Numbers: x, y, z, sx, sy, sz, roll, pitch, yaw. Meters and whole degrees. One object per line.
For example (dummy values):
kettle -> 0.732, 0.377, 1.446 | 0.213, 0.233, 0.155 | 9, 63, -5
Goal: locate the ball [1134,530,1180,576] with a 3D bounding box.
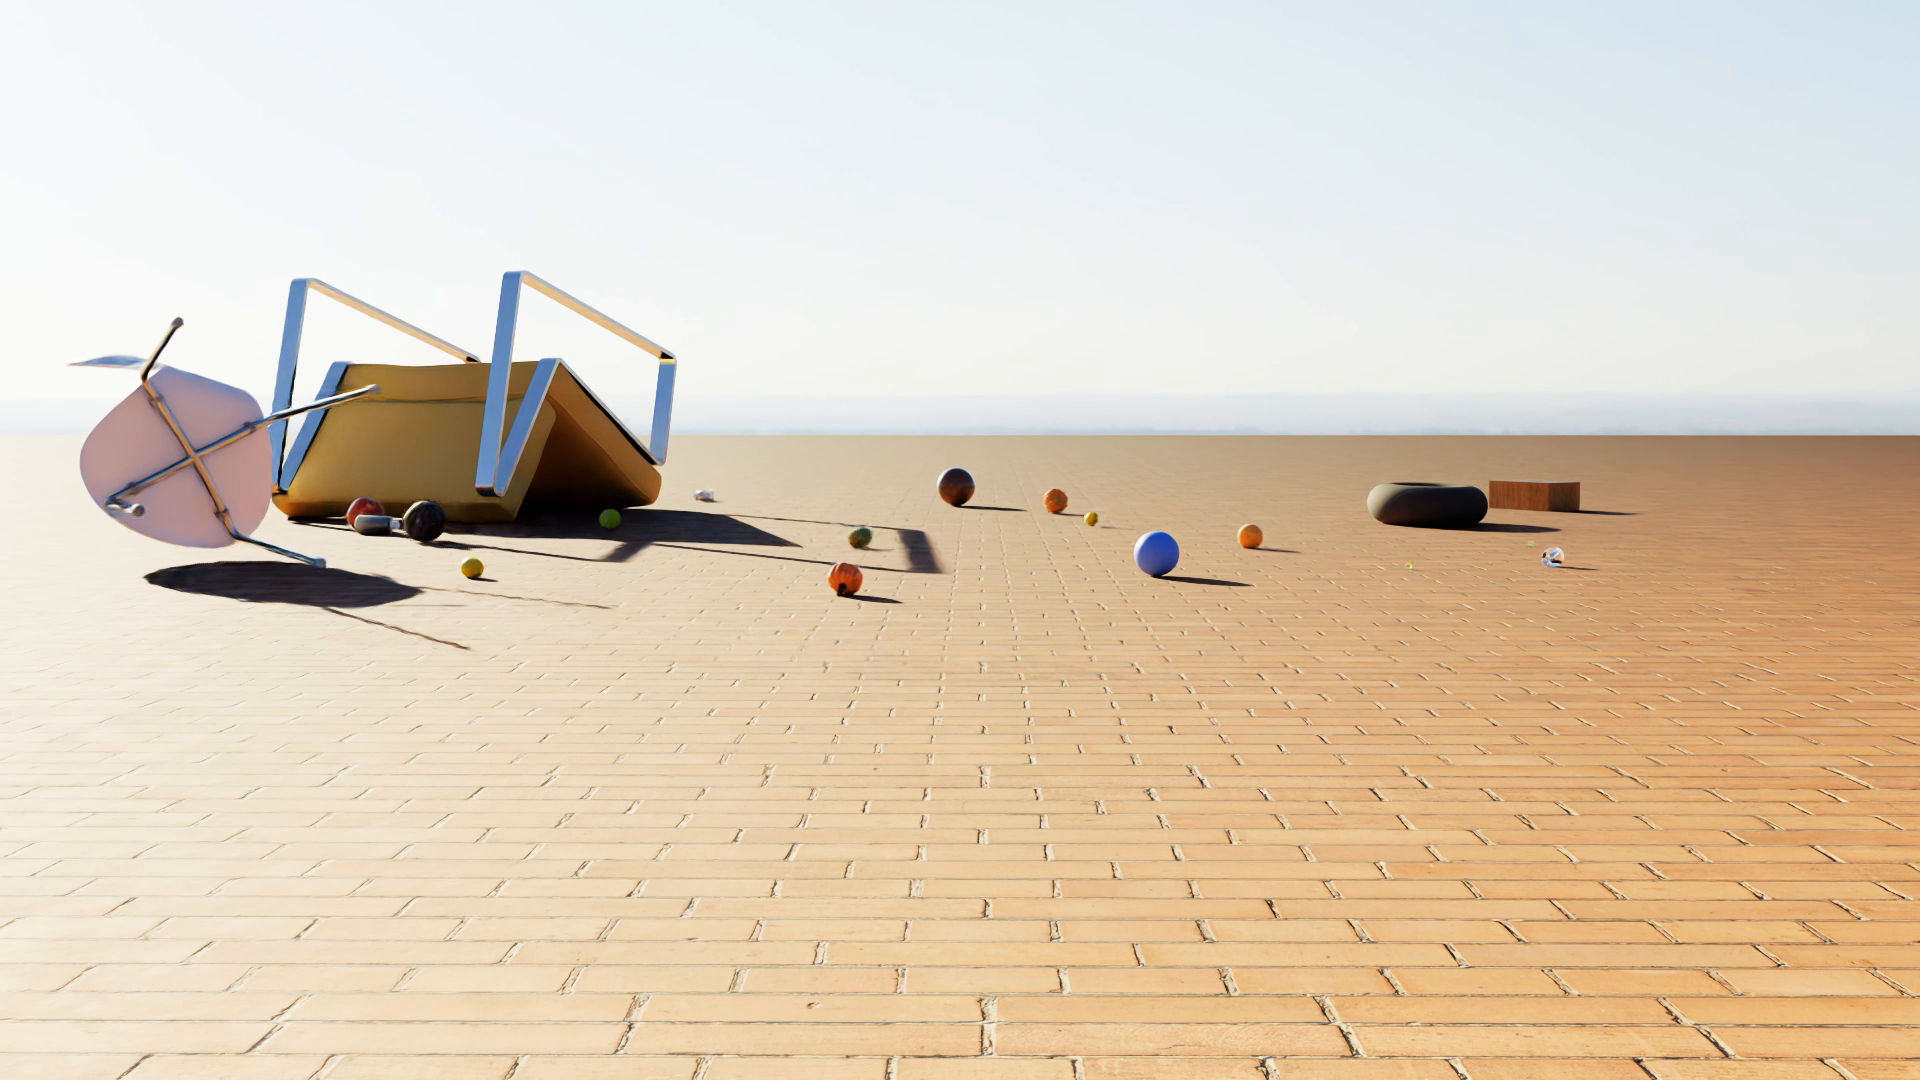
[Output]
ball -> 0.472, 0.032, 5.278 | 0.109, 0.109, 0.109 | 0, 4, 0

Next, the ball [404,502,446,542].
ball -> -1.570, -0.054, 6.450 | 0.120, 0.120, 0.120 | 0, 4, 0

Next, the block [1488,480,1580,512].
block -> 2.150, -0.168, 8.234 | 0.175, 0.104, 0.284 | -3, 5, -35

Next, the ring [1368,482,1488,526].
ring -> 1.561, -0.120, 7.345 | 0.391, 0.132, 0.431 | 0, 5, -8

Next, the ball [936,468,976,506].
ball -> -0.015, -0.205, 8.460 | 0.149, 0.149, 0.149 | 0, 4, 0
